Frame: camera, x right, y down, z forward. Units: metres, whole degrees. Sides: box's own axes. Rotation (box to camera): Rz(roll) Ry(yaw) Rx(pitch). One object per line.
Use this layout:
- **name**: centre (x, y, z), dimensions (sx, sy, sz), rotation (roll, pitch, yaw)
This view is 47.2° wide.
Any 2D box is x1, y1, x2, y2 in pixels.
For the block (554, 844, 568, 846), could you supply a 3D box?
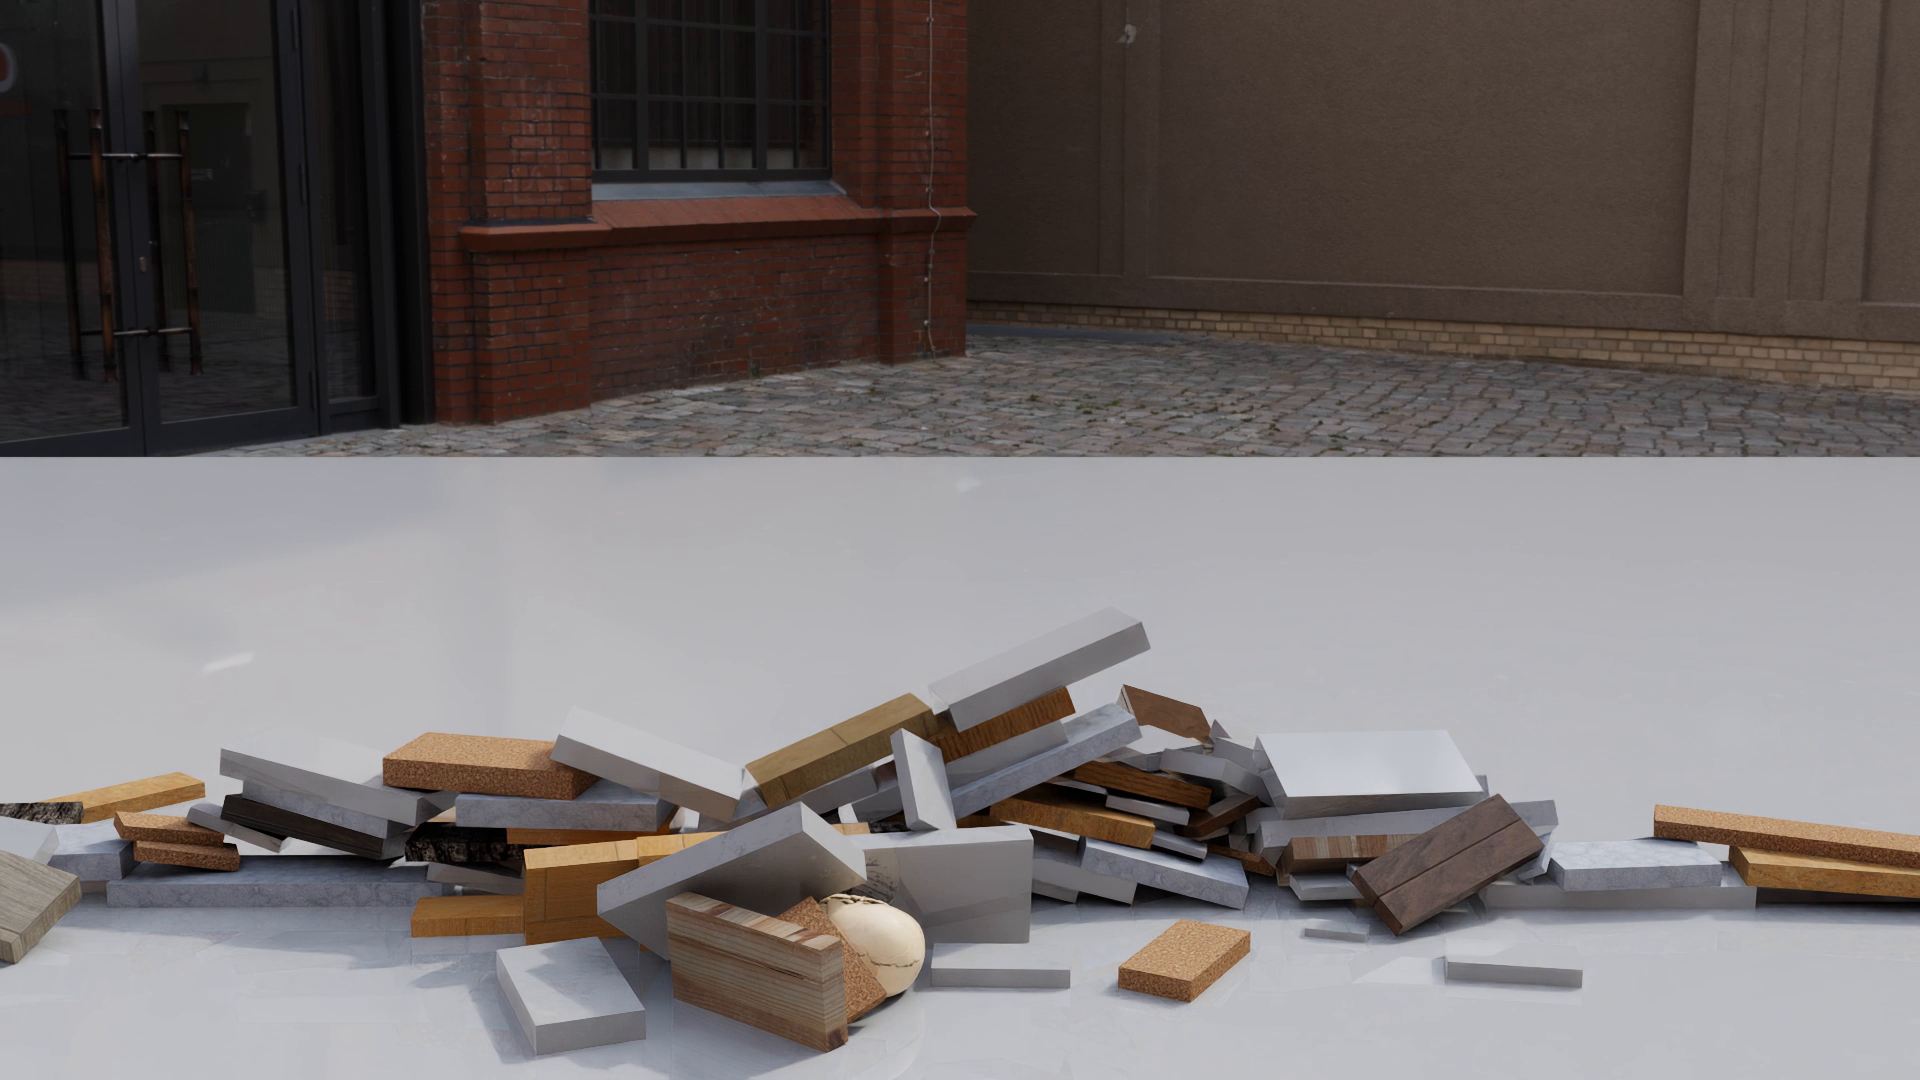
- **block**: centre (-0.535, 0.531, 3.653), dimensions (0.267, 0.038, 0.134), rotation (14, 10, -4)

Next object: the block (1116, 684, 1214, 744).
- **block**: centre (0.424, 0.385, 4.500), dimensions (0.174, 0.049, 0.347), rotation (17, 10, -4)

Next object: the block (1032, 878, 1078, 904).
- **block**: centre (0.095, 0.549, 3.670), dimensions (0.208, 0.029, 0.104), rotation (15, 11, -1)

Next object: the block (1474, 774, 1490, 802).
- **block**: centre (0.756, 0.457, 3.866), dimensions (0.304, 0.043, 0.152), rotation (-1, -18, -9)

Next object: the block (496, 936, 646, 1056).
- **block**: centre (-0.568, 0.657, 3.190), dimensions (0.153, 0.043, 0.307), rotation (-4, 11, -21)

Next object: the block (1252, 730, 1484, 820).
- **block**: centre (0.693, 0.399, 3.752), dimensions (0.348, 0.049, 0.174), rotation (0, 32, -12)

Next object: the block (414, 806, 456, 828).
- **block**: centre (-0.921, 0.513, 3.953), dimensions (0.330, 0.047, 0.165), rotation (2, 11, 9)

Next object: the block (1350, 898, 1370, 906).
- **block**: centre (0.722, 0.582, 3.654), dimensions (0.151, 0.021, 0.076), rotation (-1, 11, -6)

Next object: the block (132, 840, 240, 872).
- **block**: centre (-1.287, 0.519, 3.657), dimensions (0.163, 0.023, 0.081), rotation (11, 5, -24)

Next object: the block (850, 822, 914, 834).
- **block**: centre (-0.182, 0.536, 3.539), dimensions (0.307, 0.153, 0.043), rotation (-1, 11, -5)

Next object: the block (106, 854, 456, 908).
- **block**: centre (-1.123, 0.569, 3.671), dimensions (0.547, 0.041, 0.145), rotation (0, 11, 0)

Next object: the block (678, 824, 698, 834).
- **block**: centre (-0.364, 0.537, 3.651), dimensions (0.267, 0.038, 0.134), rotation (15, 10, -5)

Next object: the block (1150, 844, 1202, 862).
- **block**: centre (0.360, 0.514, 3.671), dimensions (0.092, 0.013, 0.046), rotation (15, 11, 0)

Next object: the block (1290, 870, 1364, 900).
- **block**: centre (0.625, 0.567, 3.617), dimensions (0.151, 0.021, 0.076), rotation (-1, 11, -6)

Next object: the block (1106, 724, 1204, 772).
- **block**: centre (0.354, 0.391, 4.140), dimensions (0.117, 0.033, 0.233), rotation (-8, 7, -20)

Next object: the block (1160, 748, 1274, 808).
- **block**: centre (0.471, 0.423, 3.802), dimensions (0.130, 0.037, 0.260), rotation (6, -16, 42)

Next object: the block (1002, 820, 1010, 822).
- **block**: centre (0.057, 0.497, 4.092), dimensions (0.207, 0.029, 0.103), rotation (-7, 13, -35)

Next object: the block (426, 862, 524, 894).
- **block**: centre (-0.761, 0.553, 3.657), dimensions (0.225, 0.032, 0.112), rotation (12, 10, -2)

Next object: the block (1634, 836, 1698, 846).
- **block**: centre (1.163, 0.533, 3.804), dimensions (0.196, 0.028, 0.098), rotation (-4, -12, -21)

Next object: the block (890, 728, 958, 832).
- **block**: centre (-0.056, 0.391, 3.481), dimensions (0.092, 0.026, 0.184), rotation (32, 31, -36)

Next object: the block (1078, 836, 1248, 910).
- **block**: centre (0.336, 0.539, 3.653), dimensions (0.274, 0.039, 0.137), rotation (15, 11, -1)

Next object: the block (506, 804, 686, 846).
- **block**: centre (-0.599, 0.465, 3.630), dimensions (0.267, 0.038, 0.134), rotation (1, 10, 3)

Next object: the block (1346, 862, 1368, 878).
- **block**: centre (0.717, 0.550, 3.596), dimensions (0.151, 0.021, 0.076), rotation (1, 10, -9)

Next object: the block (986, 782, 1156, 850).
- **block**: centre (0.181, 0.451, 3.685), dimensions (0.275, 0.039, 0.137), rotation (12, 10, -6)

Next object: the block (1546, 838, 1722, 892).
- **block**: centre (1.105, 0.537, 3.643), dimensions (0.266, 0.038, 0.133), rotation (-1, 11, -6)

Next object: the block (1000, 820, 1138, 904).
- **block**: centre (0.155, 0.531, 3.661), dimensions (0.275, 0.039, 0.137), rotation (15, 11, -1)

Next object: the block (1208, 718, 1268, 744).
- **block**: centre (0.590, 0.425, 4.314), dimensions (0.137, 0.039, 0.274), rotation (16, 10, -11)

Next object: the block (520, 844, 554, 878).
- **block**: centre (-0.609, 0.550, 3.666), dimensions (0.225, 0.032, 0.113), rotation (12, 10, -4)

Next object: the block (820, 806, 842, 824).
- **block**: centre (-0.288, 0.476, 3.645), dimensions (0.187, 0.027, 0.094), rotation (-16, 12, 0)

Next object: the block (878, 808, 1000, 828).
- **block**: centre (-0.041, 0.457, 3.673), dimensions (0.208, 0.029, 0.104), rotation (2, 11, -3)

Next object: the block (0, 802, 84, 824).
- **block**: centre (-1.688, 0.512, 3.933), dimensions (0.207, 0.029, 0.103), rotation (-1, 27, -5)

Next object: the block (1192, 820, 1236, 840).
- **block**: centre (0.456, 0.501, 3.853), dimensions (0.140, 0.020, 0.070), rotation (-14, -22, 1)

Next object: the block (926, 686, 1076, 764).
- **block**: centre (0.036, 0.303, 3.652), dimensions (0.299, 0.042, 0.149), rotation (-21, 11, -1)

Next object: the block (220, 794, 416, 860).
- **block**: centre (-1.082, 0.482, 3.724), dimensions (0.290, 0.041, 0.145), rotation (13, -1, 9)

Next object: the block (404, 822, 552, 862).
- **block**: centre (-0.792, 0.499, 3.643), dimensions (0.225, 0.032, 0.112), rotation (0, 10, 1)

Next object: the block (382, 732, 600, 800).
- **block**: centre (-0.764, 0.372, 3.631), dimensions (0.328, 0.046, 0.164), rotation (3, 11, 12)

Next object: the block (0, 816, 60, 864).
- **block**: centre (-1.651, 0.510, 3.561), dimensions (0.320, 0.045, 0.160), rotation (9, 40, 5)

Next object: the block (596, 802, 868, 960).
- **block**: centre (-0.339, 0.510, 3.269), dimensions (0.358, 0.051, 0.179), rotation (-24, -42, 18)

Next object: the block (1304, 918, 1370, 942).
- **block**: centre (0.598, 0.618, 3.482), dimensions (0.095, 0.014, 0.048), rotation (3, 11, 17)
